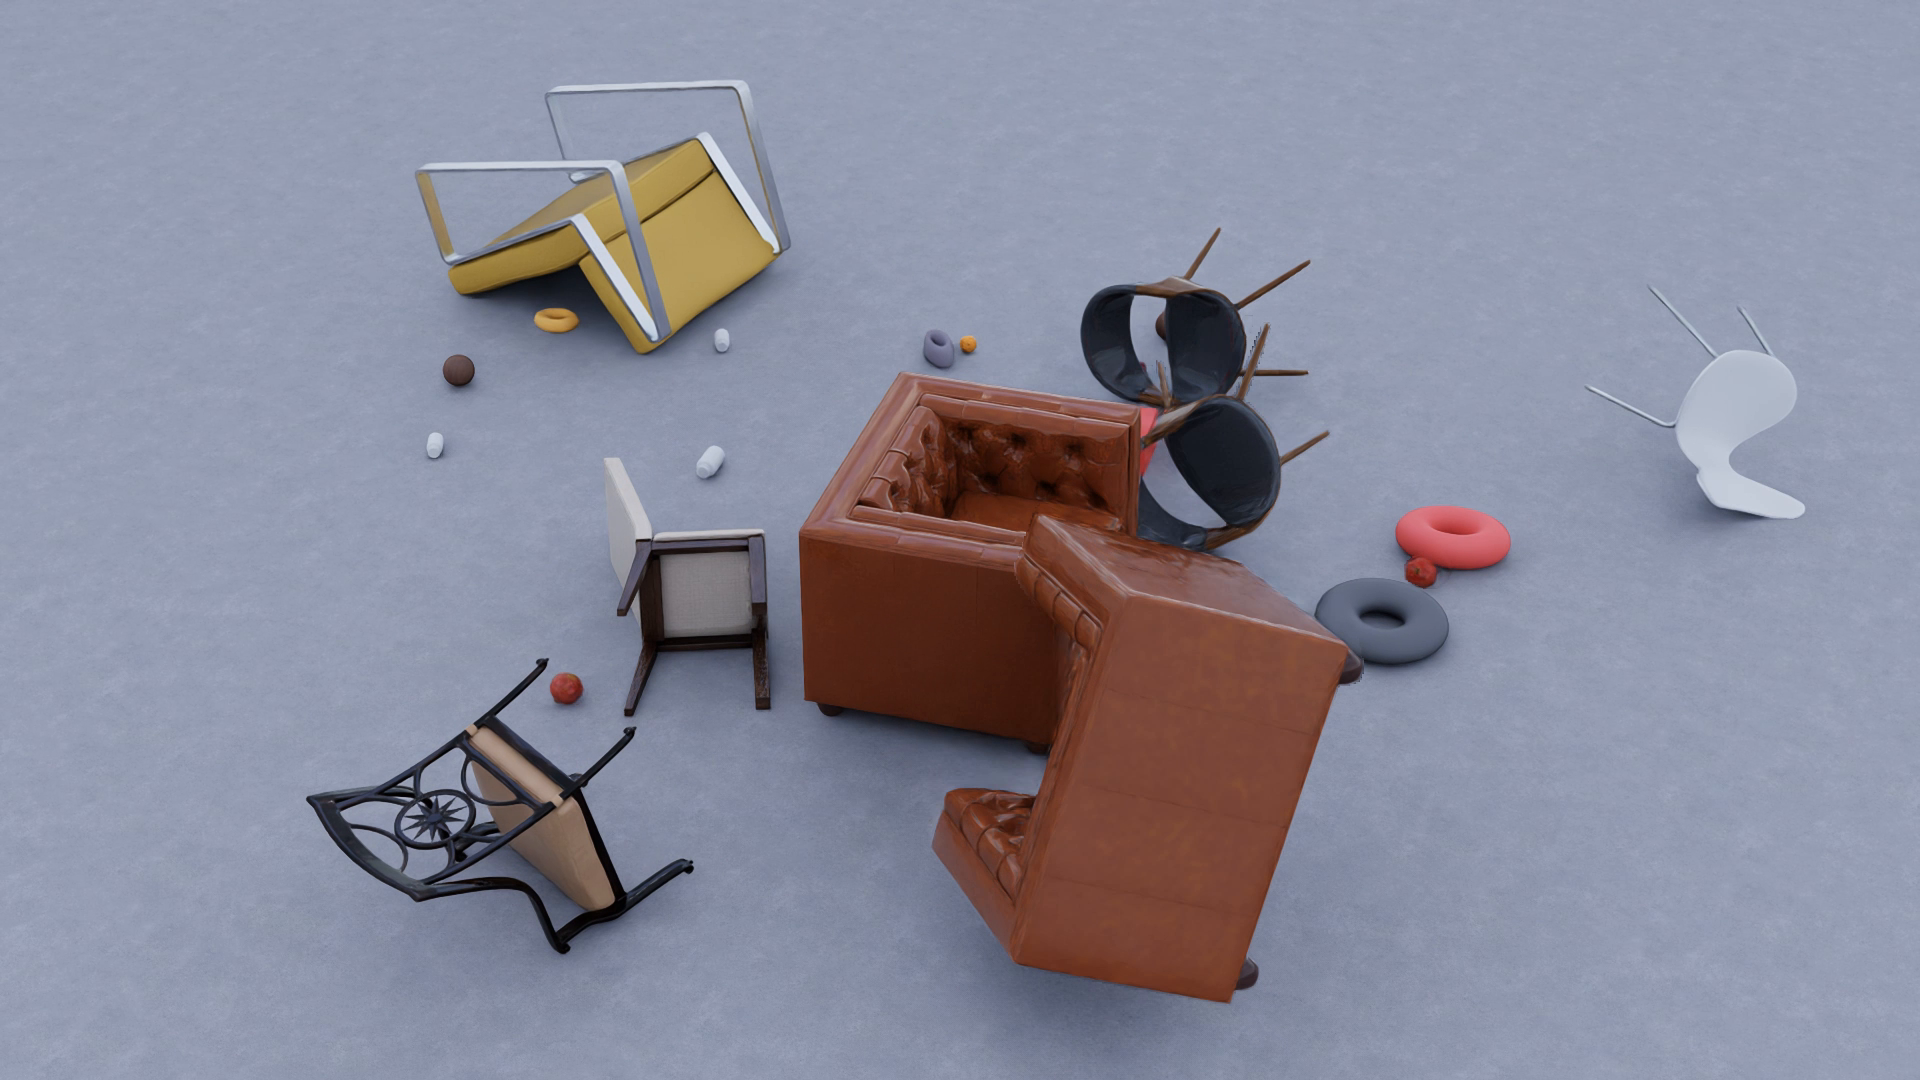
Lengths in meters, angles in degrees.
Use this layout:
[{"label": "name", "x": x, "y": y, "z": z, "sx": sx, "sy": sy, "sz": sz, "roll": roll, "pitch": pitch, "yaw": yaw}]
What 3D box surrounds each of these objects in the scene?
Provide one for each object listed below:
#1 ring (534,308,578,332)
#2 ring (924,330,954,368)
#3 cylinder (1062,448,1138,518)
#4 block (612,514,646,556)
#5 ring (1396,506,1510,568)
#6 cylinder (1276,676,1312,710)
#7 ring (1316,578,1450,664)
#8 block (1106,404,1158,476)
[{"label": "ring", "x": -1.691, "y": -0.921, "z": 12.289, "sx": 0.192, "sy": 0.060, "sz": 0.147, "roll": 10, "pitch": 34, "yaw": 16}, {"label": "ring", "x": -0.086, "y": -0.788, "z": 12.053, "sx": 0.115, "sy": 0.095, "sz": 0.223, "roll": -10, "pitch": 35, "yaw": -13}, {"label": "cylinder", "x": 0.532, "y": -0.219, "z": 11.132, "sx": 0.294, "sy": 0.159, "sz": 0.244, "roll": -6, "pitch": 34, "yaw": -8}, {"label": "block", "x": -1.231, "y": -0.019, "z": 10.897, "sx": 0.111, "sy": 0.084, "sz": 0.135, "roll": -4, "pitch": 34, "yaw": -6}, {"label": "ring", "x": 1.822, "y": -0.010, "z": 10.840, "sx": 0.426, "sy": 0.136, "sz": 0.300, "roll": 8, "pitch": 33, "yaw": 10}, {"label": "cylinder", "x": 1.145, "y": 0.524, "z": 10.057, "sx": 0.087, "sy": 0.101, "sz": 0.083, "roll": -24, "pitch": 33, "yaw": -31}, {"label": "ring", "x": 1.499, "y": 0.286, "z": 10.414, "sx": 0.483, "sy": 0.108, "sz": 0.452, "roll": 27, "pitch": 42, "yaw": 33}, {"label": "block", "x": 0.667, "y": -0.389, "z": 11.377, "sx": 0.150, "sy": 0.173, "sz": 0.224, "roll": 9, "pitch": 34, "yaw": 13}]
